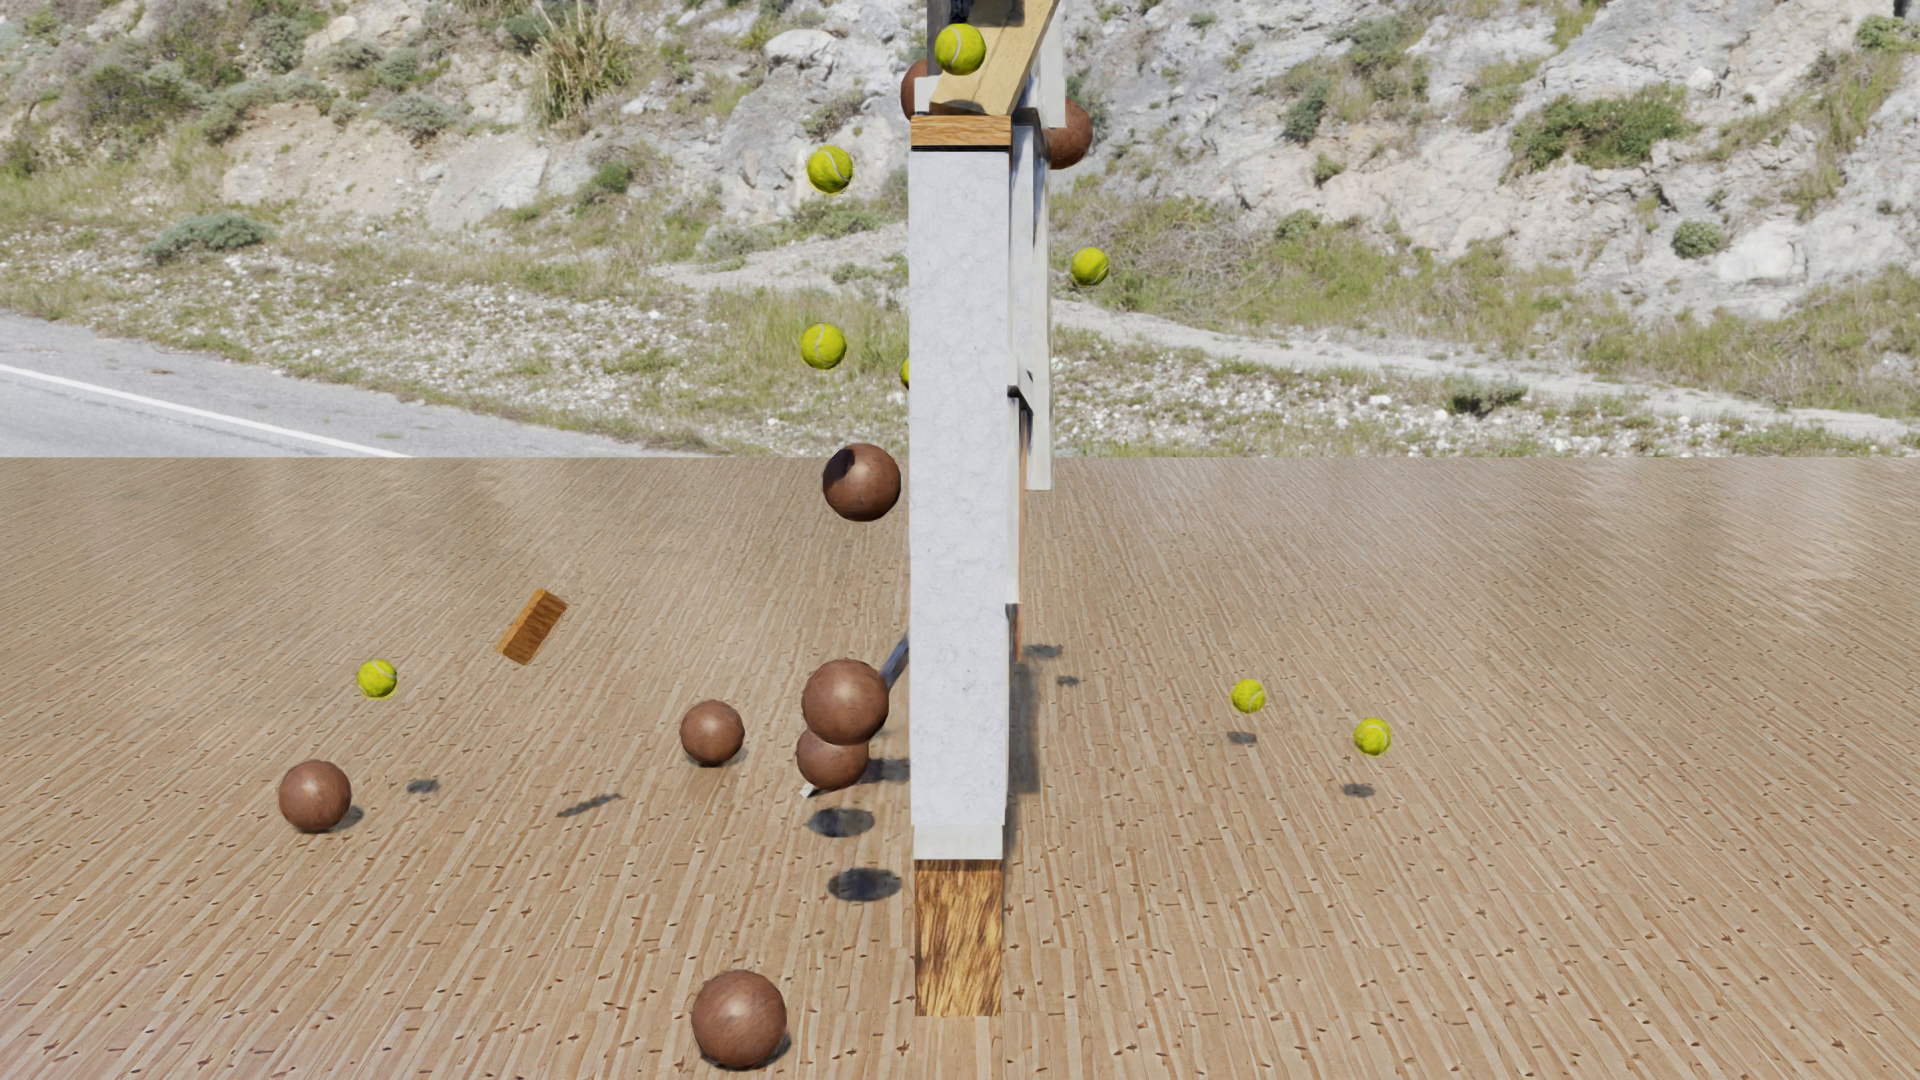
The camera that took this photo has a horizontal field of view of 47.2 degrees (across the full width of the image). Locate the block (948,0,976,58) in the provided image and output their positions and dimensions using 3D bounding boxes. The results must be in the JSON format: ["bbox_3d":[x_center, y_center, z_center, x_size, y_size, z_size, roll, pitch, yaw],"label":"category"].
[{"bbox_3d":[0.040,-0.775,3.224,0.107,0.214,0.030,1,-17,3],"label":"block"}]

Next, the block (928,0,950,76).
[{"bbox_3d":[0.029,-0.815,3.295,0.153,0.306,0.043,0,2,3],"label":"block"}]

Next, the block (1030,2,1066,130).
[{"bbox_3d":[0.102,-0.811,3.531,0.043,0.306,0.153,-7,7,-31],"label":"block"}]

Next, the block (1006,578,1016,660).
[{"bbox_3d":[0.008,0.116,3.219,0.141,0.040,0.283,1,-19,1],"label":"block"}]

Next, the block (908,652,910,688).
[{"bbox_3d":[-0.003,0.254,3.290,0.141,0.040,0.283,0,-32,1],"label":"block"}]

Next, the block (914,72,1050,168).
[{"bbox_3d":[0.039,-0.630,3.339,0.177,0.050,0.355,-1,-5,6],"label":"block"}]

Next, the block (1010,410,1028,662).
[{"bbox_3d":[0.022,-0.008,3.367,0.152,0.383,0.043,1,7,-1],"label":"block"}]

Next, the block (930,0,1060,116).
[{"bbox_3d":[0.057,-0.709,3.122,0.107,0.030,0.317,15,57,10],"label":"block"}]

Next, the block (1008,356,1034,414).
[{"bbox_3d":[0.023,-0.230,3.274,0.152,0.043,0.304,0,-4,6],"label":"block"}]

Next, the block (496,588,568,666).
[{"bbox_3d":[-0.709,0.144,3.642,0.018,0.125,0.063,33,-4,36],"label":"block"}]

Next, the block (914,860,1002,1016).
[{"bbox_3d":[-0.003,0.560,3.147,0.124,0.248,0.035,0,14,0],"label":"block"}]

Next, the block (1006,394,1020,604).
[{"bbox_3d":[0.010,-0.060,3.204,0.152,0.304,0.043,0,11,3],"label":"block"}]

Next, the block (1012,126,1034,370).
[{"bbox_3d":[0.020,-0.432,3.250,0.177,0.355,0.050,0,9,3],"label":"block"}]

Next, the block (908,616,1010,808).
[{"bbox_3d":[-0.001,0.247,3.159,0.141,0.289,0.040,0,23,1],"label":"block"}]

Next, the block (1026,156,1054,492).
[{"bbox_3d":[0.052,-0.335,3.453,0.177,0.518,0.050,-1,0,8],"label":"block"}]

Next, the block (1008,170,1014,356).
[{"bbox_3d":[0.010,-0.394,3.142,0.132,0.265,0.037,0,14,4],"label":"block"}]

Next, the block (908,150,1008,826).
[{"bbox_3d":[-0.002,-0.058,3.024,0.132,0.941,0.037,0,13,1],"label":"block"}]

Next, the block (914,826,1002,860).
[{"bbox_3d":[-0.003,0.407,3.193,0.124,0.035,0.247,0,10,0],"label":"block"}]

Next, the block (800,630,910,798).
[{"bbox_3d":[-0.169,0.307,4.111,0.018,0.470,0.063,42,29,16],"label":"block"}]

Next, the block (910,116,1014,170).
[{"bbox_3d":[0.006,-0.543,3.021,0.132,0.037,0.265,0,2,2],"label":"block"}]
